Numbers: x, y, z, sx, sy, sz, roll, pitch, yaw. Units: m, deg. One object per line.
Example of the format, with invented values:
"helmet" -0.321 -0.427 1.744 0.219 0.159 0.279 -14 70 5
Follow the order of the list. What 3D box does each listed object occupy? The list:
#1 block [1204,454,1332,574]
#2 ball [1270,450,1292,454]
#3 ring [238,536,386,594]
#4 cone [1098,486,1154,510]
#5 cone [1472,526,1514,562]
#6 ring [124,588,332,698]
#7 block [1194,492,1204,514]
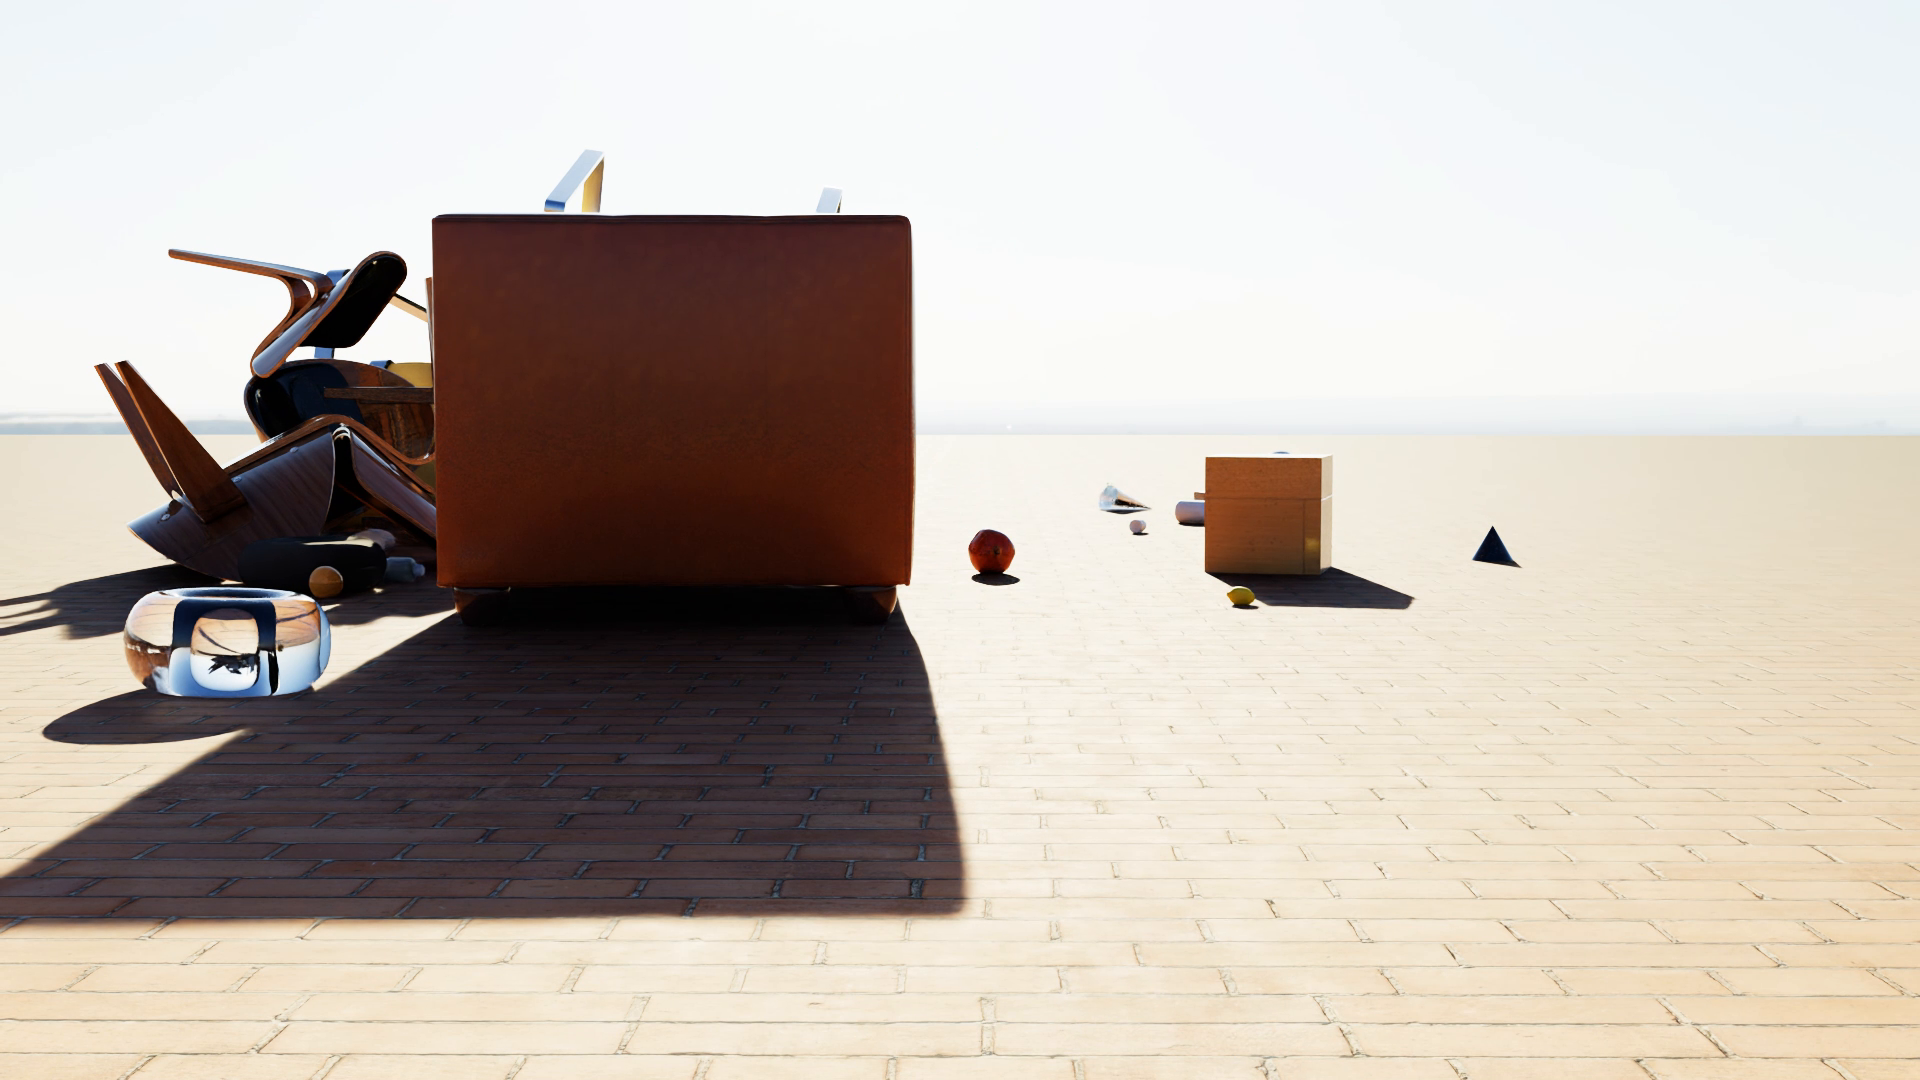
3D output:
"block" 0.771 -0.069 5.478 0.283 0.283 0.270 1 4 15
"ball" 1.234 -0.239 8.475 0.212 0.212 0.212 0 4 0
"ring" -1.453 0.055 4.936 0.347 0.114 0.301 2 5 31
"cone" 0.636 -0.135 8.185 0.191 0.092 0.174 13 -6 -19
"cone" 1.398 0.006 5.776 0.120 0.093 0.094 -2 4 -26
"ring" -1.097 0.152 3.298 0.314 0.145 0.280 3 3 27
"block" 0.901 -0.136 7.974 0.074 0.076 0.097 -1 4 -16
